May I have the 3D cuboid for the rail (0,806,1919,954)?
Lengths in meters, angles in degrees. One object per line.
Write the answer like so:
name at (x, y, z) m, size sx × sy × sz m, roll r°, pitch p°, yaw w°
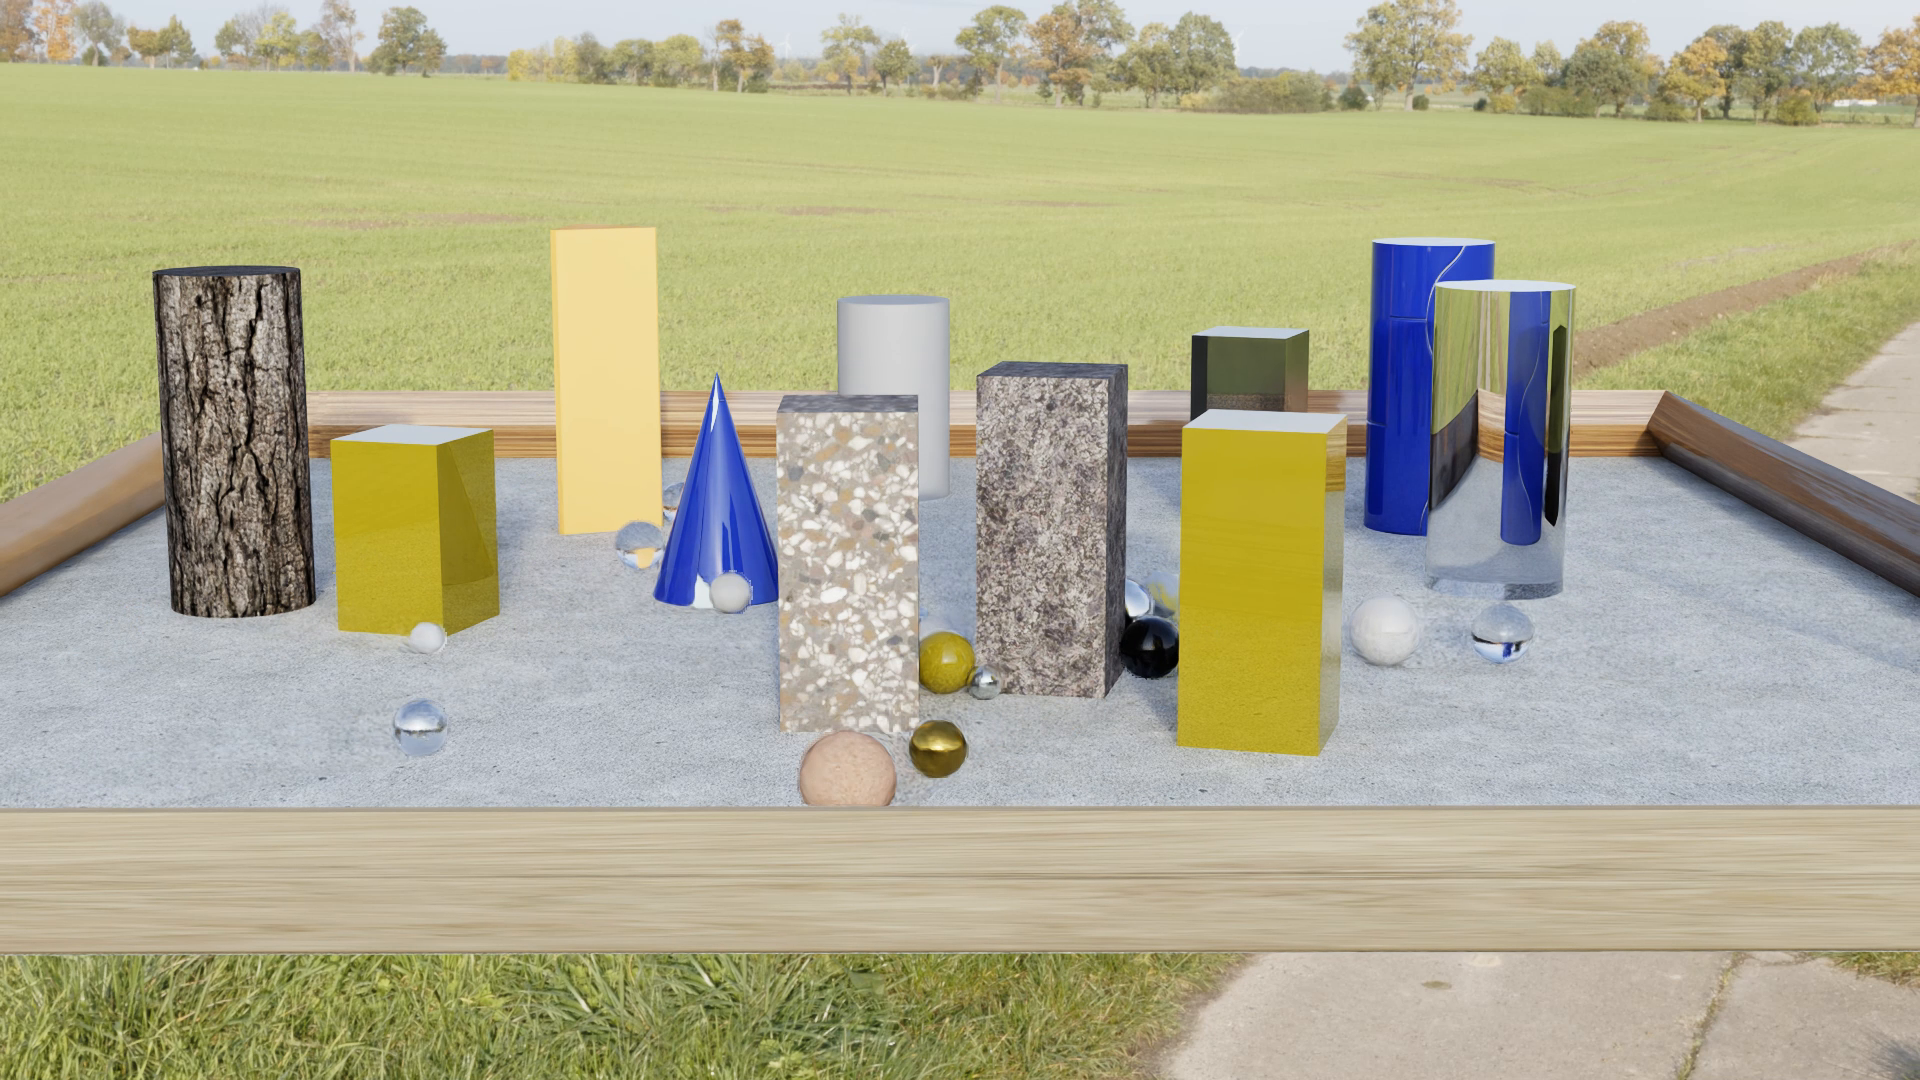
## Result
rail at (0.008, 0.276, 2.137) m, size 2.650 × 0.124 × 0.045 m, roll 0°, pitch 11°, yaw 0°

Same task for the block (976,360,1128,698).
block at (0.109, -0.016, 3.030) m, size 0.152 × 0.373 × 0.152 m, roll 2°, pitch 11°, yaw 12°

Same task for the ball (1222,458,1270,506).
ball at (0.477, -0.097, 4.272) m, size 0.079 × 0.079 × 0.079 m, roll 0°, pitch 11°, yaw 0°

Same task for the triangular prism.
triangular prism at (-0.577, -0.260, 4.065) m, size 0.165 × 0.473 × 0.143 m, roll -5°, pitch 11°, yaw -23°

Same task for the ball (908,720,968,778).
ball at (-0.023, 0.215, 2.645) m, size 0.060 × 0.060 × 0.060 m, roll 0°, pitch 11°, yaw 0°

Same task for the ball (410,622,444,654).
ball at (-0.663, 0.122, 3.196) m, size 0.041 × 0.041 × 0.041 m, roll 0°, pitch 11°, yaw 0°

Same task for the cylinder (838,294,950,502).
cylinder at (-0.112, -0.243, 4.363) m, size 0.191 × 0.332 × 0.191 m, roll 0°, pitch 11°, yaw 0°

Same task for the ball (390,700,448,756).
ball at (-0.574, 0.200, 2.726) m, size 0.060 × 0.060 × 0.060 m, roll 0°, pitch 11°, yaw 0°

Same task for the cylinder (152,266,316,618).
cylinder at (-0.977, -0.136, 3.459) m, size 0.191 × 0.453 × 0.191 m, roll 0°, pitch 11°, yaw 0°

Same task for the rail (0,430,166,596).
rail at (-1.301, 0.033, 3.442) m, size 0.045 × 0.124 × 2.718 m, roll 0°, pitch 11°, yaw 0°

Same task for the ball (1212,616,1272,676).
ball at (0.339, 0.127, 3.088) m, size 0.071 × 0.071 × 0.071 m, roll 0°, pitch 11°, yaw 0°

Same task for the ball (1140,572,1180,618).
ball at (0.267, 0.073, 3.405) m, size 0.061 × 0.061 × 0.061 m, roll 0°, pitch 11°, yaw 0°

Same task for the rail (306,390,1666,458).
rail at (-0.008, -0.213, 4.762) m, size 2.650 × 0.124 × 0.045 m, roll 0°, pitch 11°, yaw 0°

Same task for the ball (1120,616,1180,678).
ball at (0.229, 0.128, 3.070) m, size 0.075 × 0.075 × 0.075 m, roll 0°, pitch 11°, yaw 0°

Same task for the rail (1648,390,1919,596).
rail at (1.301, 0.030, 3.457) m, size 0.045 × 0.124 × 2.718 m, roll 0°, pitch 11°, yaw 0°

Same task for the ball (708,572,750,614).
ball at (-0.308, 0.071, 3.428) m, size 0.056 × 0.056 × 0.056 m, roll 0°, pitch 11°, yaw 0°

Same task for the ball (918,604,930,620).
ball at (-0.064, 0.107, 3.228) m, size 0.060 × 0.060 × 0.060 m, roll 0°, pitch 11°, yaw 0°

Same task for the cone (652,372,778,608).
cone at (-0.332, -0.078, 3.536) m, size 0.191 × 0.311 × 0.191 m, roll 0°, pitch 11°, yaw 0°

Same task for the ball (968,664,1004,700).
ball at (0.029, 0.164, 2.971) m, size 0.041 × 0.041 × 0.041 m, roll 0°, pitch 11°, yaw 0°

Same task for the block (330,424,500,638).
block at (-0.711, -0.014, 3.358) m, size 0.152 × 0.250 × 0.152 m, roll 3°, pitch 11°, yaw 17°

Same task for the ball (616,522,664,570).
ball at (-0.465, 0.008, 3.729) m, size 0.070 × 0.070 × 0.070 m, roll 0°, pitch 11°, yaw 0°

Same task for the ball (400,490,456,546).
ball at (-0.810, -0.032, 3.905) m, size 0.085 × 0.085 × 0.085 m, roll 0°, pitch 11°, yaw 0°

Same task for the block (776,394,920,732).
block at (-0.123, 0.023, 2.870) m, size 0.152 × 0.355 × 0.152 m, roll 0°, pitch 11°, yaw -1°

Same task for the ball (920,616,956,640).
ball at (-0.032, 0.121, 3.165) m, size 0.054 × 0.054 × 0.054 m, roll 0°, pitch 11°, yaw 0°

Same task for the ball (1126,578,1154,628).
ball at (0.191, 0.092, 3.161) m, size 0.095 × 0.095 × 0.095 m, roll 0°, pitch 11°, yaw 0°

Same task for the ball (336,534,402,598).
ball at (-0.814, 0.036, 3.529) m, size 0.089 × 0.089 × 0.089 m, roll 0°, pitch 11°, yaw 0°

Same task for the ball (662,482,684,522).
ball at (-0.446, -0.059, 4.095) m, size 0.068 × 0.068 × 0.068 m, roll 0°, pitch 11°, yaw 0°

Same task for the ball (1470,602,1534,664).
ball at (0.664, 0.115, 3.144) m, size 0.075 × 0.075 × 0.075 m, roll 0°, pitch 11°, yaw 0°

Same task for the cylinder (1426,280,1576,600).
cylinder at (0.751, -0.143, 3.574) m, size 0.191 × 0.423 × 0.191 m, roll 0°, pitch 11°, yaw 0°

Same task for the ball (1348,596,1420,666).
ball at (0.518, 0.111, 3.133) m, size 0.087 × 0.087 × 0.087 m, roll 0°, pitch 11°, yaw 0°

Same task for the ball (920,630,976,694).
ball at (-0.019, 0.142, 2.995) m, size 0.075 × 0.075 × 0.075 m, roll 0°, pitch 11°, yaw 0°

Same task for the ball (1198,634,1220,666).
ball at (0.310, 0.134, 3.134) m, size 0.041 × 0.041 × 0.041 m, roll 0°, pitch 11°, yaw 0°

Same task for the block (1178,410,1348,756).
block at (0.329, 0.043, 2.788) m, size 0.152 × 0.347 × 0.152 m, roll 3°, pitch 11°, yaw 16°

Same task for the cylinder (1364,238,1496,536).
cylinder at (0.739, -0.244, 4.046) m, size 0.191 × 0.451 × 0.191 m, roll 0°, pitch 11°, yaw 0°

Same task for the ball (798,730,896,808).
ball at (-0.108, 0.230, 2.469) m, size 0.094 × 0.094 × 0.094 m, roll 0°, pitch 11°, yaw 0°

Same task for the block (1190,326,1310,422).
block at (0.464, -0.183, 4.120) m, size 0.152 × 0.302 × 0.152 m, roll 4°, pitch 11°, yaw 21°
